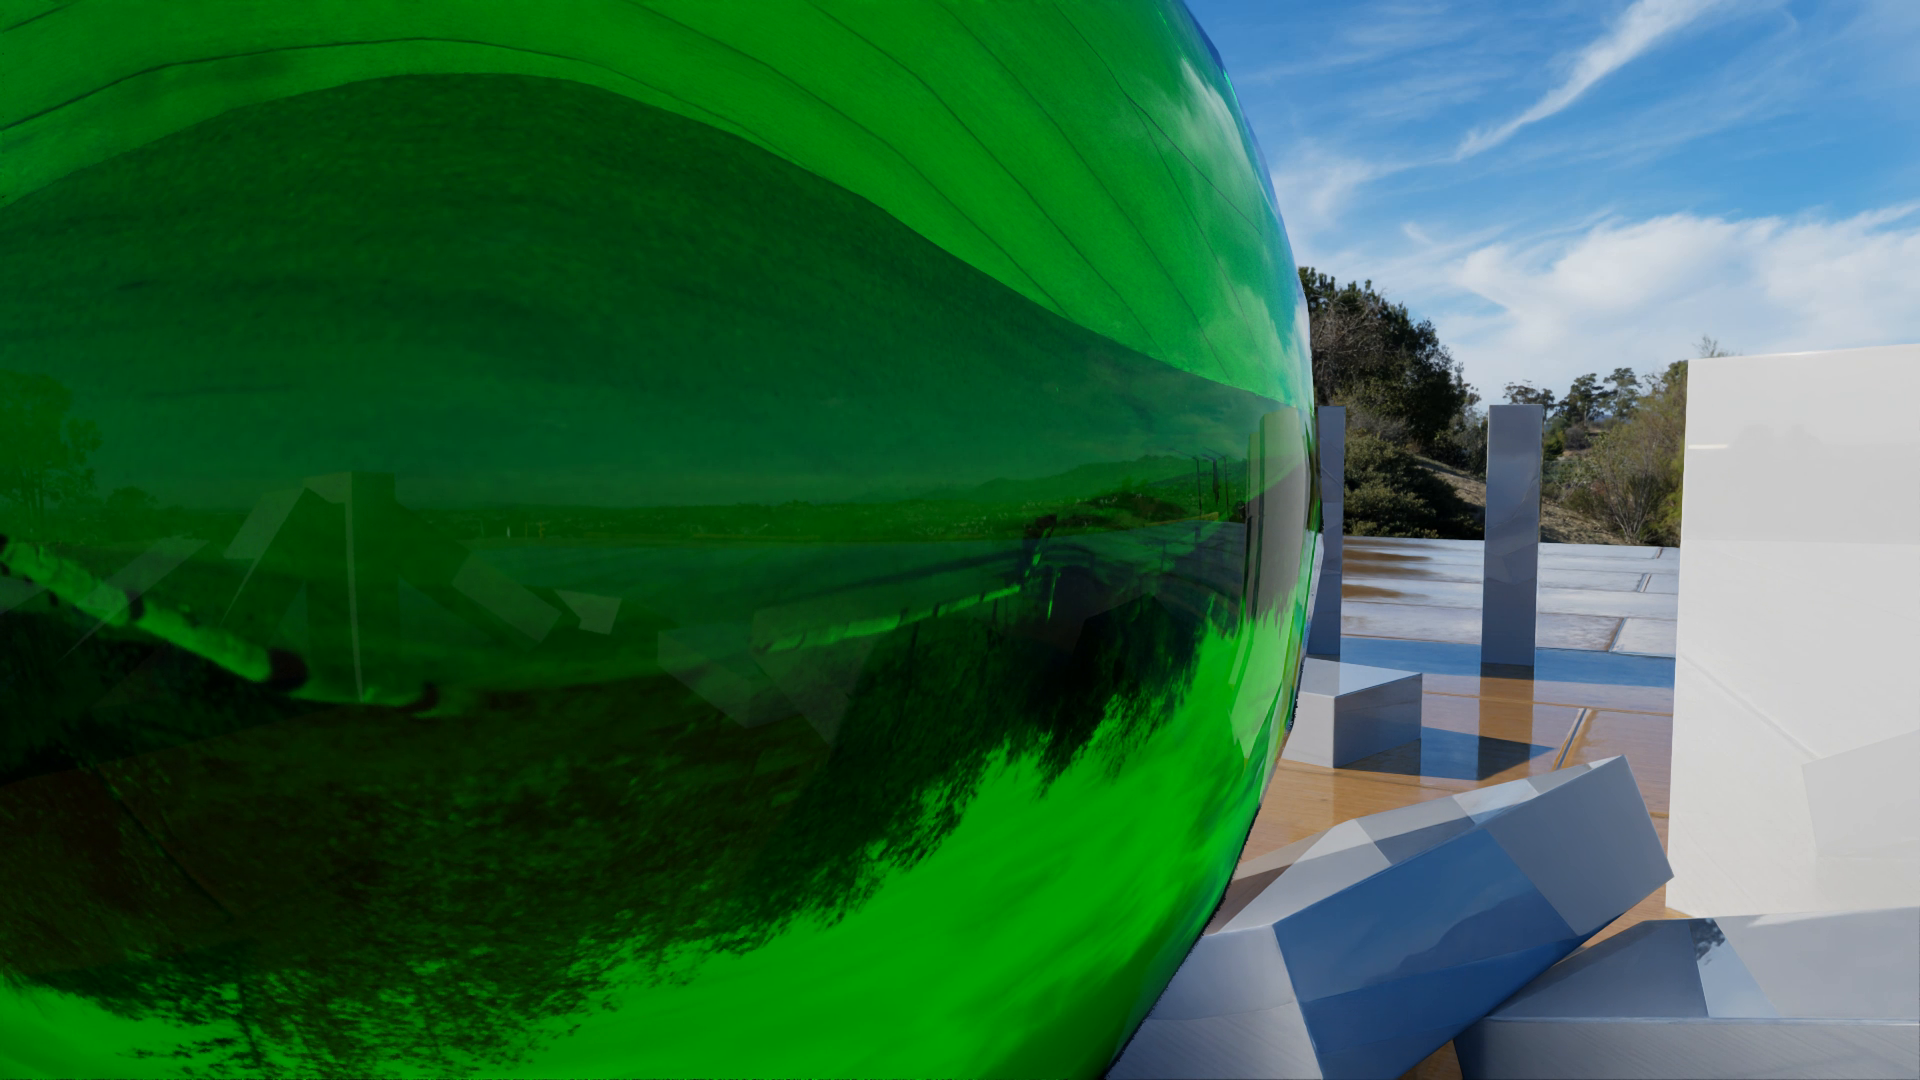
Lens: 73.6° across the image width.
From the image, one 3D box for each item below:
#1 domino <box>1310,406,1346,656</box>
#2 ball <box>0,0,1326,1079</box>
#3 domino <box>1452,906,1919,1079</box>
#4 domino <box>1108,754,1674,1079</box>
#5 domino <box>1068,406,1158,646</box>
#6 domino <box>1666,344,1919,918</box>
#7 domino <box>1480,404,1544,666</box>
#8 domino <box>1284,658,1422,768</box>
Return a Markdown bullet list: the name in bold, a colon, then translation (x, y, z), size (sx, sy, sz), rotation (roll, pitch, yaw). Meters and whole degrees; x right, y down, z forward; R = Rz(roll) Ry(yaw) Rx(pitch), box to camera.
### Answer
- **domino**: translation (0.075, -0.003, 0.270), size (0.010, 0.050, 0.025), rotation (1, 4, 13)
- **ball**: translation (-0.023, -0.002, 0.065), size (0.080, 0.080, 0.080), rotation (0, 4, 0)
- **domino**: translation (0.054, 0.025, 0.063), size (0.025, 0.010, 0.050), rotation (-3, -14, -38)
- **domino**: translation (0.027, 0.027, 0.089), size (0.050, 0.010, 0.025), rotation (-4, -18, -44)
- **domino**: translation (0.032, -0.003, 0.270), size (0.010, 0.050, 0.025), rotation (-1, 4, -15)
- **domino**: translation (0.074, 0.010, 0.106), size (0.010, 0.050, 0.025), rotation (-2, 5, -20)
- **domino**: translation (0.111, -0.002, 0.257), size (0.010, 0.050, 0.025), rotation (2, 5, 25)
- **domino**: translation (0.040, 0.023, 0.195), size (0.025, 0.010, 0.050), rotation (-4, 6, -45)
